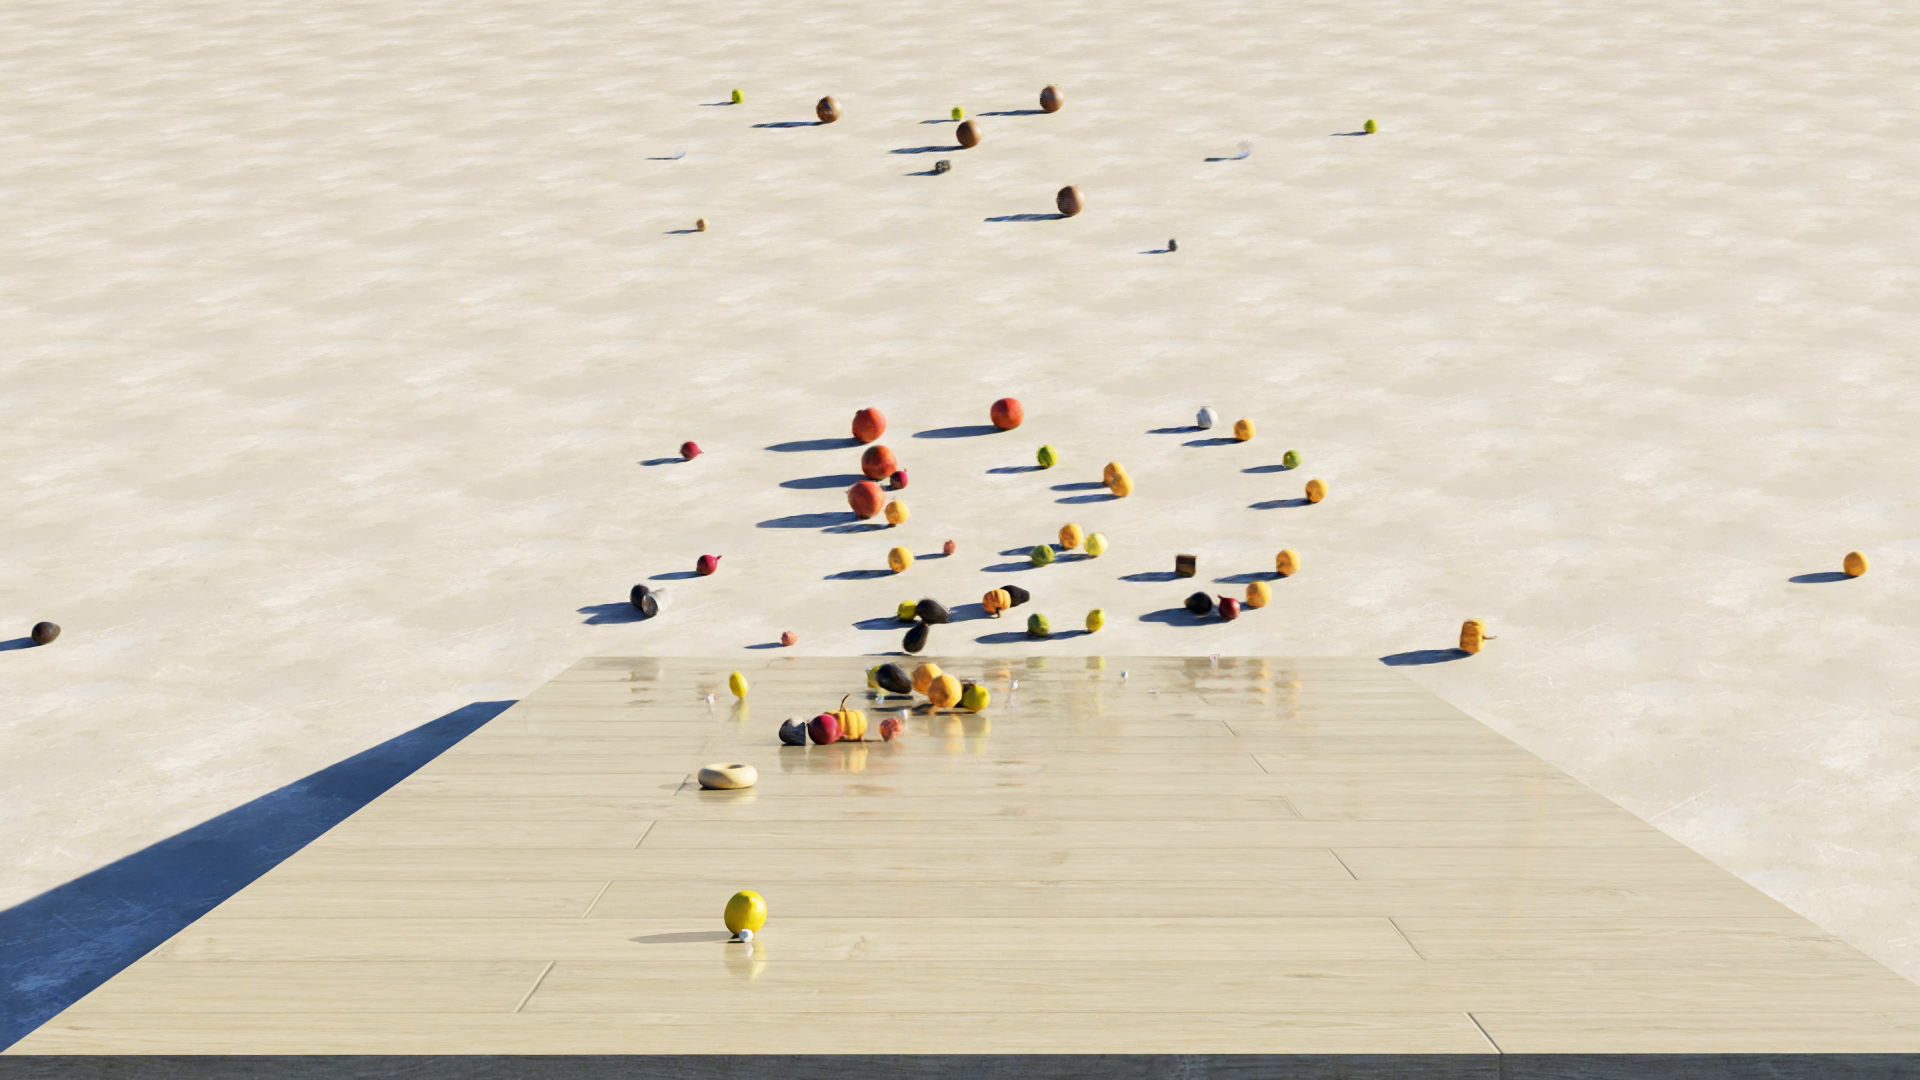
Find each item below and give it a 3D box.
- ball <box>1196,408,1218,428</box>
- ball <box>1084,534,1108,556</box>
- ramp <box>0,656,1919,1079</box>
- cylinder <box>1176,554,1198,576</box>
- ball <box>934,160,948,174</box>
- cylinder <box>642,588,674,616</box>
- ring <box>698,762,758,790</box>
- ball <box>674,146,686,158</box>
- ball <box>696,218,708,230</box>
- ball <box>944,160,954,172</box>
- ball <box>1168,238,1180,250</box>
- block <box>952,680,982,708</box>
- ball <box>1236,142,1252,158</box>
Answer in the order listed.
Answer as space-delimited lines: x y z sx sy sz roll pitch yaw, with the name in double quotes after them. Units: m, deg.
0.812 -0.402 8.465 0.070 0.070 0.070 0 21 0 "ball"
0.391 0.014 7.410 0.067 0.067 0.067 0 21 0 "ball"
0.050 0.451 4.532 2.000 0.100 4.000 0 3 0 "ramp"
0.642 0.069 7.282 0.057 0.057 0.057 5 22 12 "cylinder"
-0.086 -1.714 11.817 0.062 0.062 0.062 0 21 0 "ball"
-0.826 0.170 7.014 0.061 0.061 0.061 13 26 30 "cylinder"
-0.390 0.396 4.313 0.101 0.034 0.101 -1 4 0 "ring"
-1.318 -1.832 12.119 0.060 0.060 0.060 0 21 0 "ball"
-1.088 -1.334 10.859 0.054 0.054 0.054 0 21 0 "ball"
-0.054 -1.730 11.866 0.054 0.054 0.054 0 21 0 "ball"
0.876 -1.212 10.554 0.050 0.050 0.050 0 21 0 "ball"
0.014 0.326 5.455 0.052 0.052 0.052 1 3 16 "block"
1.341 -1.837 12.115 0.072 0.072 0.072 0 21 0 "ball"
